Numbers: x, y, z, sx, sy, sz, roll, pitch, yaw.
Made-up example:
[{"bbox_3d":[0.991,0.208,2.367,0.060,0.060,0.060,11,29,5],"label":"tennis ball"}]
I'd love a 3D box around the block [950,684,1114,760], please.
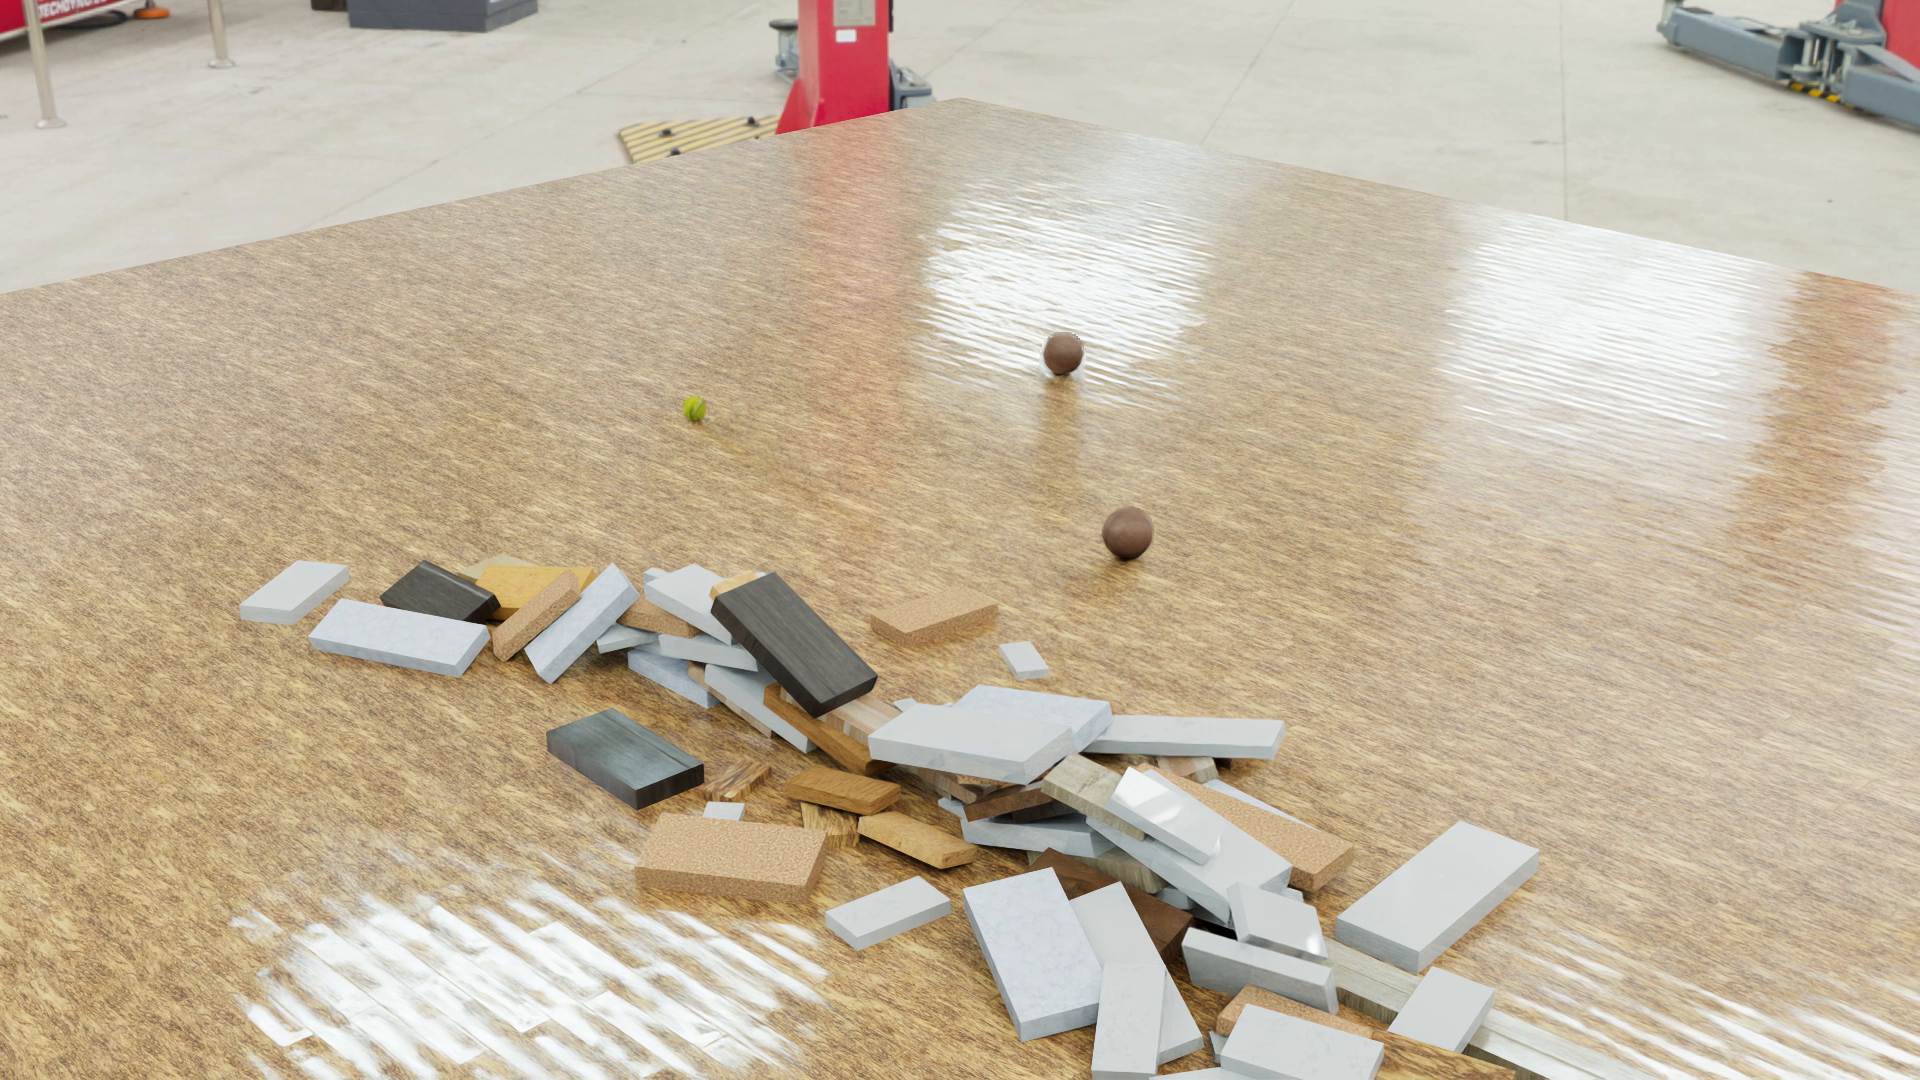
[{"bbox_3d":[0.134,0.387,4.690,0.344,0.049,0.172,5,28,37],"label":"block"}]

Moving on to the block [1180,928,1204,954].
[{"bbox_3d":[0.429,0.730,3.968,0.113,0.056,0.016,15,32,32],"label":"block"}]

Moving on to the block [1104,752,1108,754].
[{"bbox_3d":[0.243,0.417,4.739,0.218,0.031,0.109,2,23,4],"label":"block"}]

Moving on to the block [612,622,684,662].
[{"bbox_3d":[-0.721,0.204,5.123,0.289,0.041,0.144,13,26,29],"label":"block"}]

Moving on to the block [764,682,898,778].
[{"bbox_3d":[-0.250,0.382,4.656,0.161,0.046,0.322,-21,42,-41],"label":"block"}]

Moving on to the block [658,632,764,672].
[{"bbox_3d":[-0.499,0.224,4.857,0.322,0.046,0.161,6,21,43],"label":"block"}]

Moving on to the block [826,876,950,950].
[{"bbox_3d":[-0.133,0.693,4.090,0.211,0.030,0.105,-16,28,-33],"label":"block"}]

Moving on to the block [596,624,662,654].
[{"bbox_3d":[-0.757,0.215,5.026,0.150,0.021,0.075,-13,30,-13],"label":"block"}]

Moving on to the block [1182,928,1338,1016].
[{"bbox_3d":[0.520,0.755,3.810,0.261,0.131,0.037,12,53,26],"label":"block"}]

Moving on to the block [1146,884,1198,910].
[{"bbox_3d":[0.362,0.636,4.112,0.261,0.037,0.130,-2,14,45],"label":"block"}]

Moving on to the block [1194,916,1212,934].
[{"bbox_3d":[0.427,0.716,4.051,0.056,0.016,0.113,-20,30,-40],"label":"block"}]

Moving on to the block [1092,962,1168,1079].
[{"bbox_3d":[0.285,0.809,3.692,0.105,0.030,0.211,0,45,12],"label":"block"}]

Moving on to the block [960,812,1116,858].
[{"bbox_3d":[0.185,0.549,4.274,0.345,0.049,0.172,-1,14,46],"label":"block"}]

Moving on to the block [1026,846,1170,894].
[{"bbox_3d":[0.304,0.593,4.171,0.172,0.049,0.345,-19,13,-37],"label":"block"}]

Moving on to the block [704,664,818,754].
[{"bbox_3d":[-0.386,0.338,4.781,0.322,0.046,0.161,31,37,32],"label":"block"}]

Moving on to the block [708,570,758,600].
[{"bbox_3d":[-0.426,0.163,4.753,0.225,0.032,0.113,42,42,22],"label":"block"}]

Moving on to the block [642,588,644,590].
[{"bbox_3d":[-0.701,0.133,5.421,0.150,0.021,0.075,17,28,34],"label":"block"}]

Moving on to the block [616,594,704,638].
[{"bbox_3d":[-0.645,0.165,4.992,0.143,0.040,0.285,-22,20,-39],"label":"block"}]

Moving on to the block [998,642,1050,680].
[{"bbox_3d":[0.147,0.278,5.077,0.075,0.021,0.150,-6,24,-14],"label":"block"}]

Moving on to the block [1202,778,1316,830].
[{"bbox_3d":[0.563,0.567,4.374,0.142,0.040,0.283,-19,29,-37],"label":"block"}]

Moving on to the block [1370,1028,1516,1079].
[{"bbox_3d":[0.768,0.884,3.570,0.238,0.034,0.119,13,52,28],"label":"block"}]

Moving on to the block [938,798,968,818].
[{"bbox_3d":[0.004,0.542,4.466,0.046,0.013,0.092,-21,31,-41],"label":"block"}]

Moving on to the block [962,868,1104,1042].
[{"bbox_3d":[0.136,0.727,3.884,0.171,0.049,0.343,-12,35,-12],"label":"block"}]

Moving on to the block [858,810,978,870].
[{"bbox_3d":[-0.084,0.586,4.303,0.216,0.031,0.108,18,12,36],"label":"block"}]

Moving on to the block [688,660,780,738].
[{"bbox_3d":[-0.456,0.328,4.865,0.144,0.041,0.289,-21,42,-41],"label":"block"}]

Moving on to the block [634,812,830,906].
[{"bbox_3d":[-0.437,0.612,4.229,0.337,0.048,0.168,5,31,11],"label":"block"}]

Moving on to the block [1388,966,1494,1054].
[{"bbox_3d":[0.796,0.824,3.703,0.116,0.033,0.231,17,43,34],"label":"block"}]

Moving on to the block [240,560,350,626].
[{"bbox_3d":[-1.634,0.128,5.409,0.139,0.039,0.278,5,24,13],"label":"block"}]

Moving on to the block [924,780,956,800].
[{"bbox_3d":[-0.030,0.506,4.519,0.046,0.013,0.092,-16,27,-36],"label":"block"}]

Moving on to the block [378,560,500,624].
[{"bbox_3d":[-1.252,0.148,5.290,0.294,0.042,0.147,21,53,40],"label":"block"}]

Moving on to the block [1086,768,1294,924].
[{"bbox_3d":[0.416,0.554,4.016,0.172,0.049,0.345,-22,42,-40],"label":"block"}]

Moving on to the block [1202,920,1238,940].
[{"bbox_3d":[0.501,0.721,4.012,0.056,0.016,0.112,-13,37,-33],"label":"block"}]

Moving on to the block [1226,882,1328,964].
[{"bbox_3d":[0.558,0.674,3.864,0.203,0.029,0.102,23,43,-35],"label":"block"}]

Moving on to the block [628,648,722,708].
[{"bbox_3d":[-0.611,0.296,5.011,0.144,0.041,0.289,-21,31,-41],"label":"block"}]

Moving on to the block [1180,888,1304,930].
[{"bbox_3d":[0.498,0.660,4.042,0.130,0.037,0.261,-16,11,-28],"label":"block"}]

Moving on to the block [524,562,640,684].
[{"bbox_3d":[-0.867,0.190,5.042,0.285,0.040,0.143,-45,32,-2],"label":"block"}]
